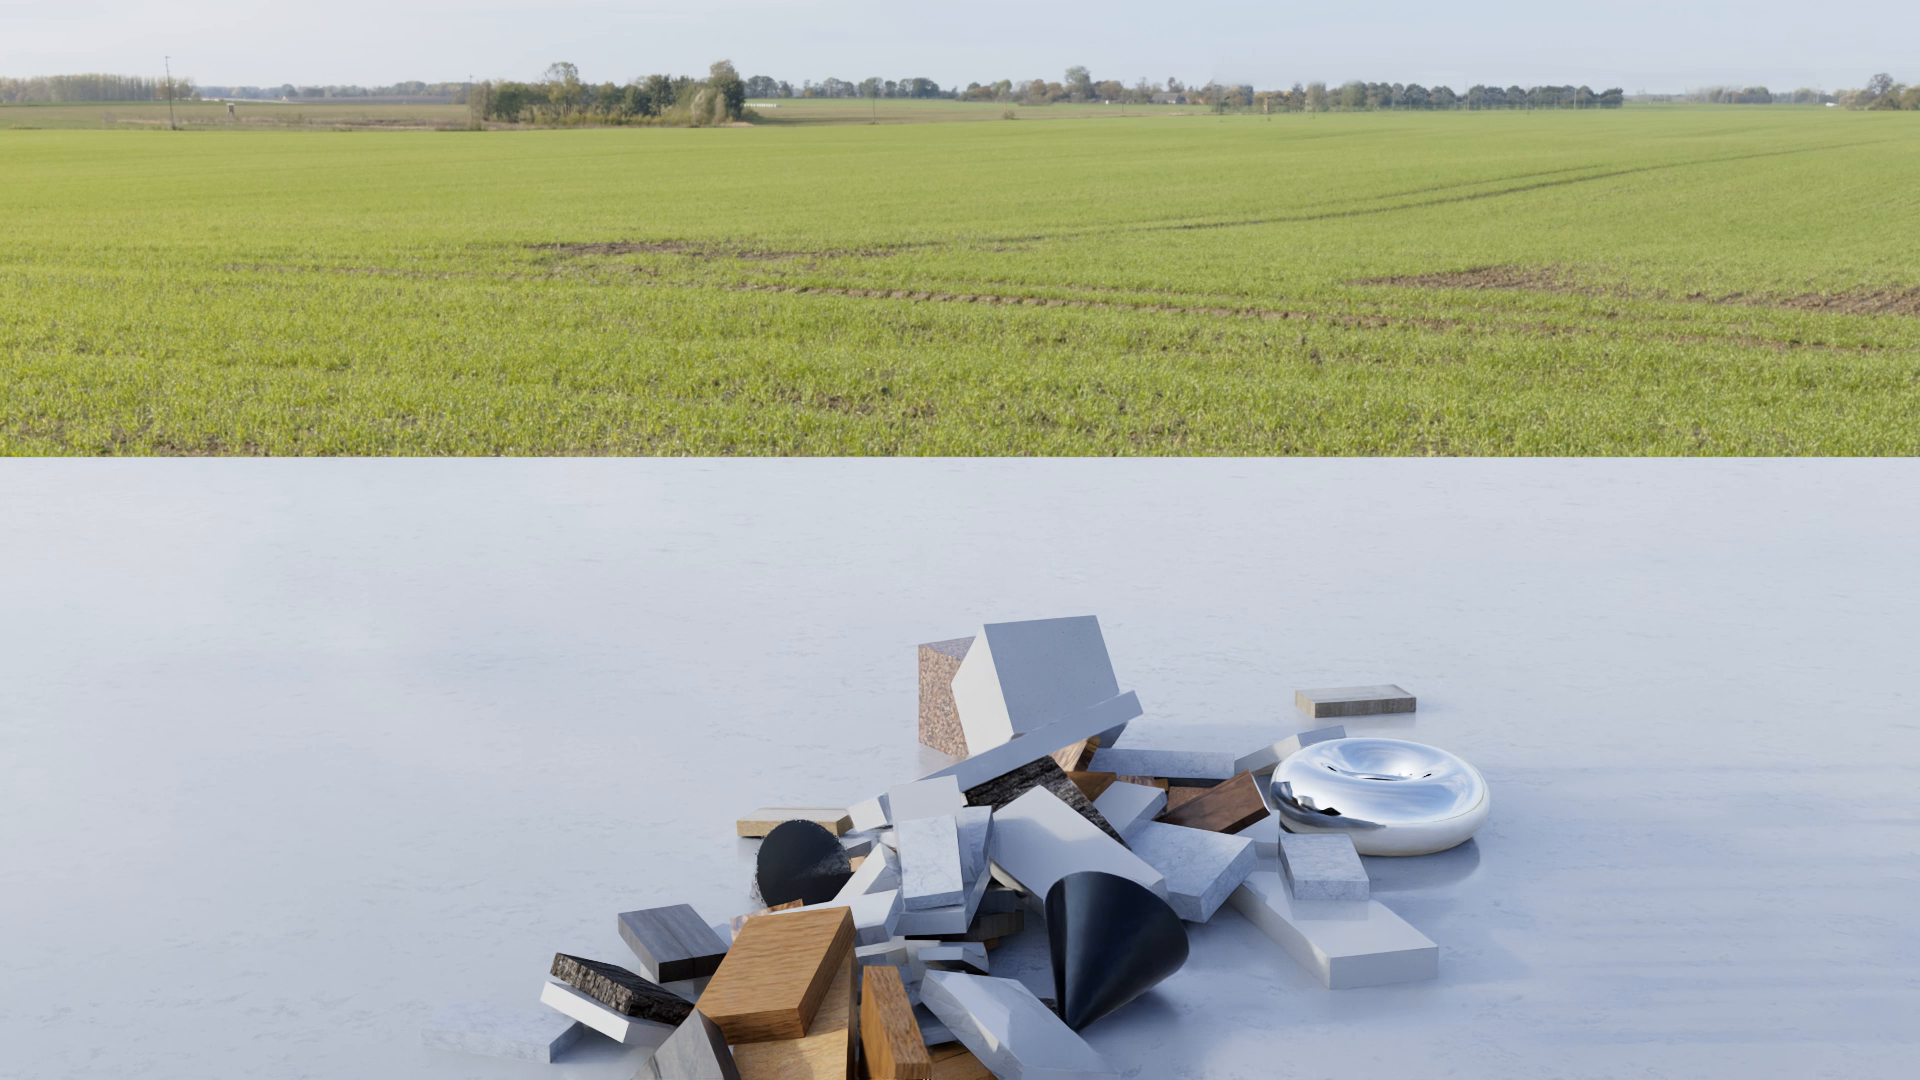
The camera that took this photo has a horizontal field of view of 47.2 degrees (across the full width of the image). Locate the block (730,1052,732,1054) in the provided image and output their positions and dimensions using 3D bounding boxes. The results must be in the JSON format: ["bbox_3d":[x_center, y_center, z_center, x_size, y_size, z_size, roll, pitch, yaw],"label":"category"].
[{"bbox_3d":[-0.257,0.688,2.925,0.096,0.014,0.048,-9,15,-25],"label":"block"}]

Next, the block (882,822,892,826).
[{"bbox_3d":[-0.069,0.492,4.053,0.091,0.026,0.183,-15,-3,44],"label":"block"}]

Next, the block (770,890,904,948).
[{"bbox_3d":[-0.190,0.560,3.187,0.202,0.029,0.101,-13,17,15],"label":"block"}]

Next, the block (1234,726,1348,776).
[{"bbox_3d":[0.625,0.412,4.237,0.118,0.033,0.236,-7,-16,-33],"label":"block"}]

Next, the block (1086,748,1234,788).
[{"bbox_3d":[0.335,0.439,4.124,0.354,0.050,0.177,1,-19,7],"label":"block"}]

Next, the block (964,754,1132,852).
[{"bbox_3d":[0.146,0.481,3.644,0.162,0.046,0.324,-22,30,-13],"label":"block"}]

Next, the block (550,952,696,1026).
[{"bbox_3d":[-0.482,0.644,3.147,0.113,0.032,0.226,23,-8,-38],"label":"block"}]

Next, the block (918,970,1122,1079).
[{"bbox_3d":[0.076,0.667,2.965,0.149,0.042,0.299,13,8,-29],"label":"block"}]

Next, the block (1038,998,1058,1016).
[{"bbox_3d":[0.110,0.682,3.124,0.061,0.017,0.121,1,11,5],"label":"block"}]

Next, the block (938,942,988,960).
[{"bbox_3d":[0.006,0.620,3.281,0.066,0.019,0.131,1,-20,4],"label":"block"}]

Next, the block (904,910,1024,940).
[{"bbox_3d":[0.009,0.589,3.372,0.118,0.034,0.237,-3,-7,17],"label":"block"}]

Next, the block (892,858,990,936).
[{"bbox_3d":[-0.031,0.534,3.311,0.118,0.034,0.237,-4,11,10],"label":"block"}]

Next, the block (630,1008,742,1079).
[{"bbox_3d":[-0.338,0.700,2.697,0.043,0.152,0.304,44,-3,-18],"label":"block"}]

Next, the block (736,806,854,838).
[{"bbox_3d":[-0.290,0.508,3.964,0.200,0.028,0.100,-3,7,23],"label":"block"}]

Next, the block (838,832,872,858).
[{"bbox_3d":[-0.236,0.546,3.843,0.079,0.022,0.158,9,14,39],"label":"block"}]

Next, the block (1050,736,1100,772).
[{"bbox_3d":[0.173,0.436,4.004,0.028,0.199,0.099,34,-11,-35],"label":"block"}]

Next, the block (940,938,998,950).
[{"bbox_3d":[0.015,0.615,3.363,0.066,0.019,0.131,-2,-8,11],"label":"block"}]

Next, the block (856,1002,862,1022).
[{"bbox_3d":[-0.191,0.666,3.055,0.069,0.020,0.138,-17,-2,-36],"label":"block"}]

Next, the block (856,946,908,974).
[{"bbox_3d":[-0.135,0.622,3.240,0.087,0.025,0.174,-10,-9,7],"label":"block"}]

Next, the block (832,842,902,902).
[{"bbox_3d":[-0.171,0.563,3.293,0.031,0.220,0.110,38,4,-12],"label":"block"}]

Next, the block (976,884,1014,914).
[{"bbox_3d":[0.015,0.570,3.494,0.118,0.034,0.237,0,-7,-5],"label":"block"}]

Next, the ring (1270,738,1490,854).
[{"bbox_3d":[0.761,0.463,4.001,0.396,0.132,0.396,0,12,0],"label":"ring"}]

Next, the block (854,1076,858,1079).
[{"bbox_3d":[-0.197,0.728,2.866,0.074,0.021,0.149,8,13,37],"label":"block"}]

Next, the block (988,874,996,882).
[{"bbox_3d":[0.001,0.560,3.664,0.070,0.020,0.140,-3,-5,25],"label":"block"}]

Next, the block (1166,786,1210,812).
[{"bbox_3d":[0.413,0.477,3.940,0.080,0.023,0.160,1,11,7],"label":"block"}]

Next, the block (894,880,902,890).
[{"bbox_3d":[-0.106,0.565,3.635,0.070,0.020,0.140,-4,-6,-20],"label":"block"}]

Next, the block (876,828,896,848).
[{"bbox_3d":[-0.046,0.511,3.936,0.099,0.028,0.199,-15,-2,42],"label":"block"}]

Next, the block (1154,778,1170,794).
[{"bbox_3d":[0.310,0.471,4.080,0.160,0.023,0.080,-7,-21,8],"label":"block"}]

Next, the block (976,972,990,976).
[{"bbox_3d":[0.008,0.654,3.205,0.061,0.017,0.121,-6,0,6],"label":"block"}]

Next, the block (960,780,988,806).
[{"bbox_3d":[0.034,0.449,3.918,0.101,0.029,0.202,-15,-7,-22],"label":"block"}]

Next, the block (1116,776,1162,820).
[{"bbox_3d":[0.301,0.500,3.881,0.110,0.031,0.265,0,26,-2],"label":"block"}]

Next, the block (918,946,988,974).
[{"bbox_3d":[-0.009,0.613,3.207,0.066,0.019,0.131,-4,-21,17],"label":"block"}]

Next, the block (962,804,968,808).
[{"bbox_3d":[0.013,0.499,3.728,0.110,0.031,0.220,26,20,31],"label":"block"}]
